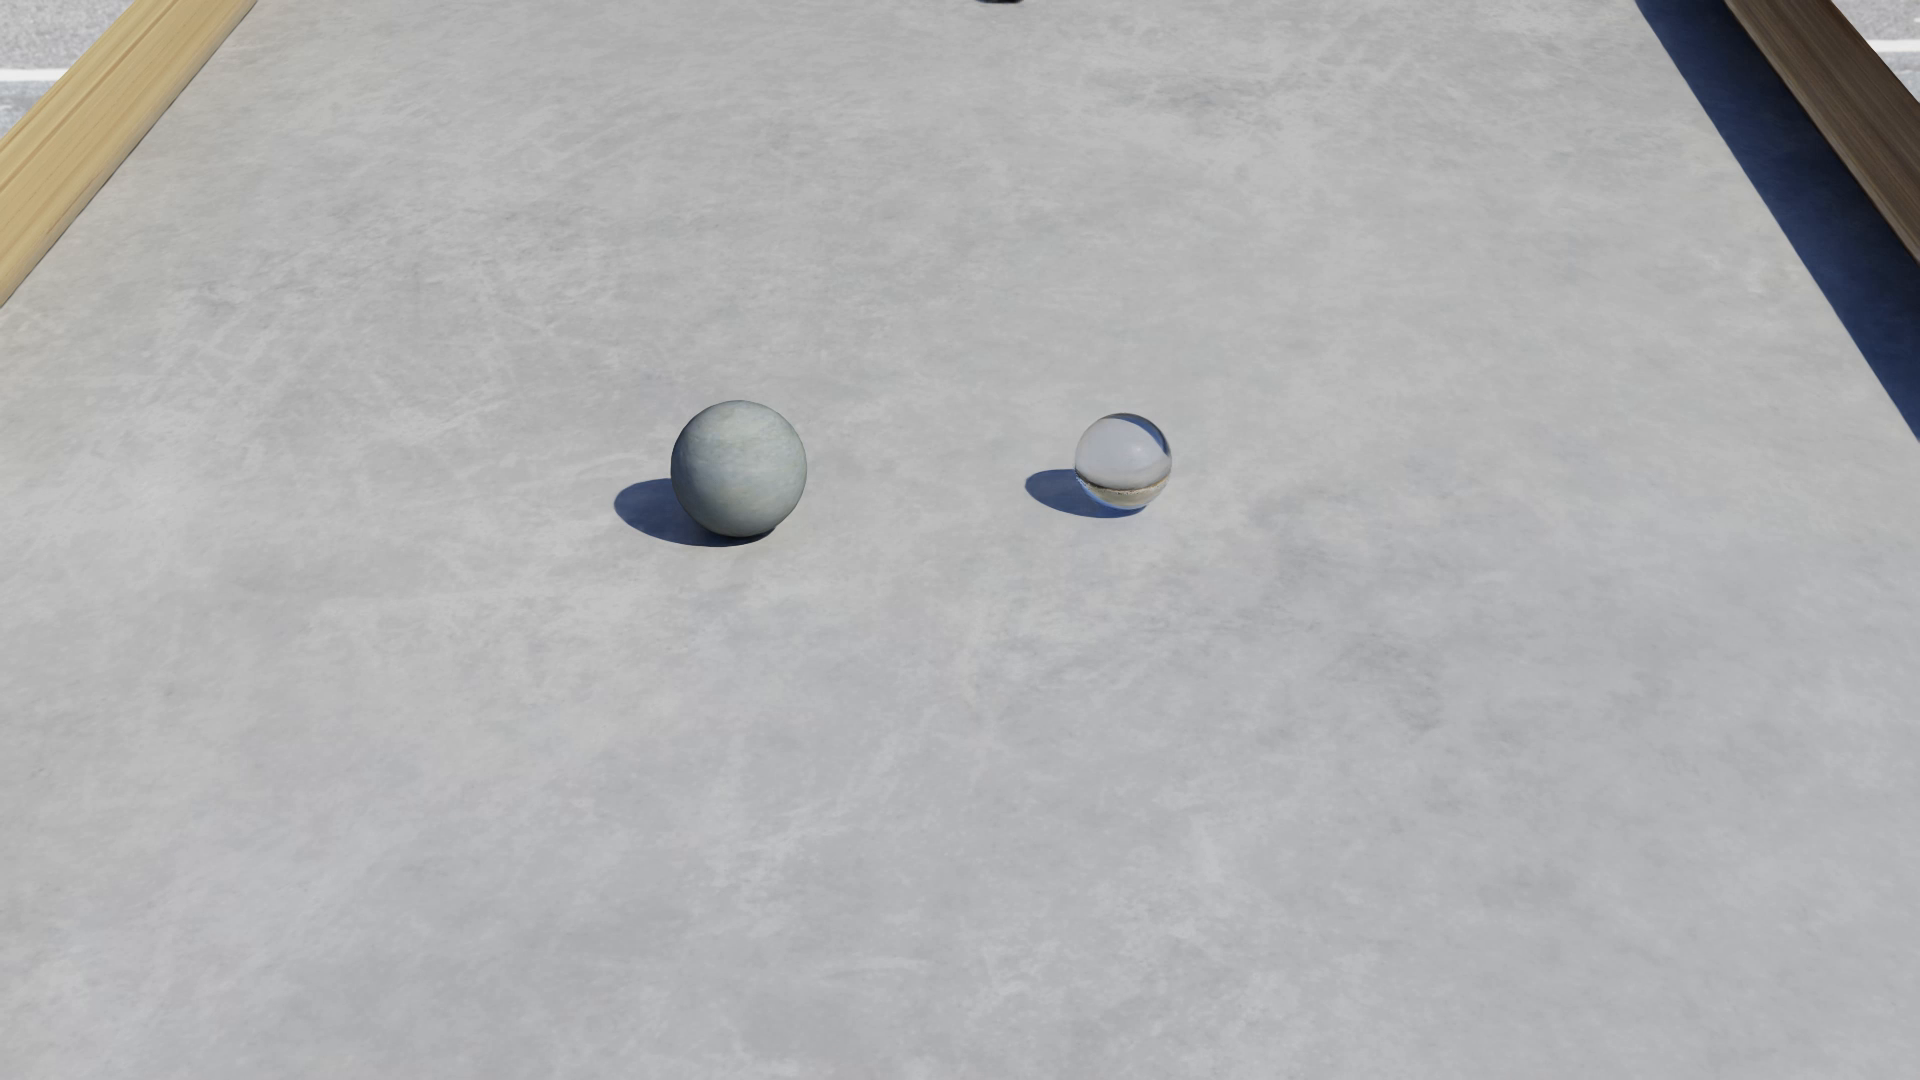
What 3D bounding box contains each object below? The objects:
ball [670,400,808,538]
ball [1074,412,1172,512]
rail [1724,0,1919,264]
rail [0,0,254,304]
[{"bbox_3d":[-0.145,-0.047,1.934,0.090,0.090,0.090,0,27,0],"label":"ball"},{"bbox_3d":[0.109,-0.053,1.972,0.066,0.066,0.066,0,27,0],"label":"ball"},{"bbox_3d":[0.759,-0.337,2.483,0.045,0.117,2.920,1,27,1],"label":"rail"},{"bbox_3d":[-0.726,-0.352,2.513,0.045,0.117,2.920,1,27,1],"label":"rail"}]
